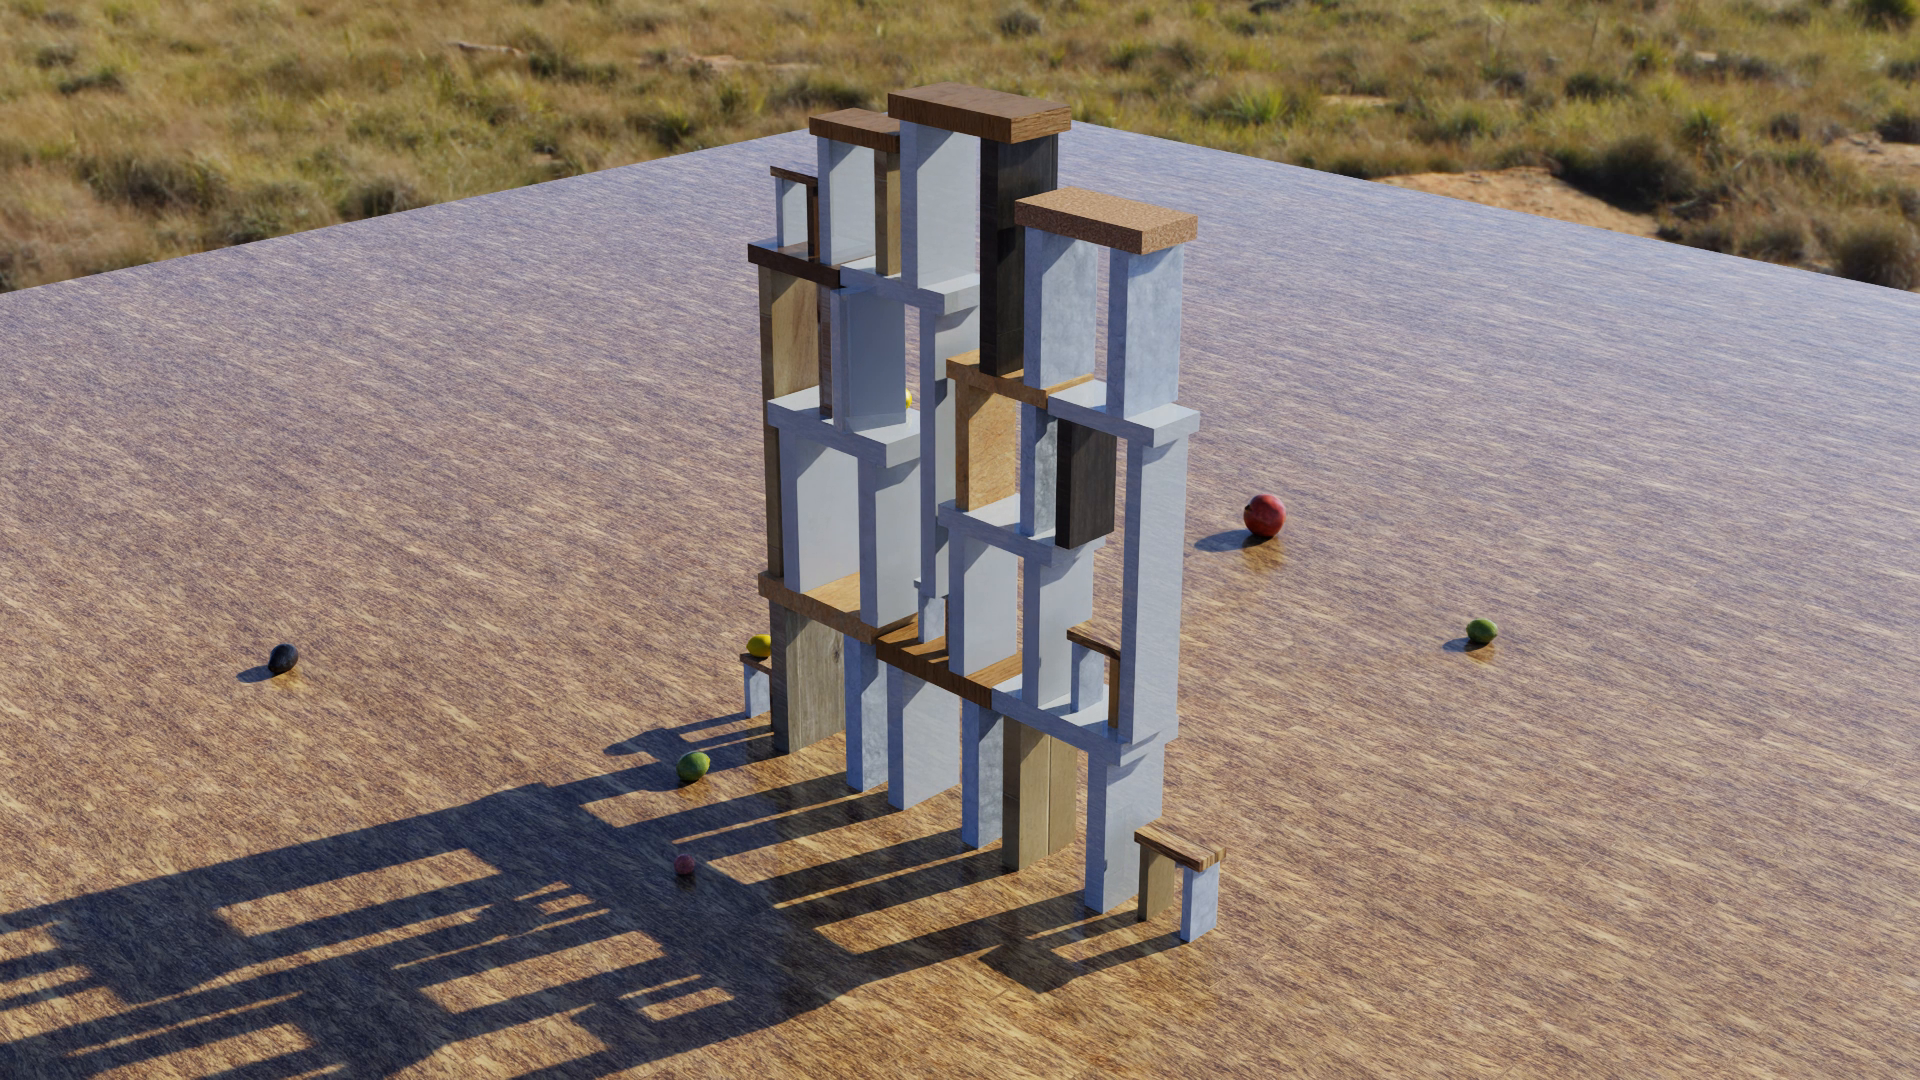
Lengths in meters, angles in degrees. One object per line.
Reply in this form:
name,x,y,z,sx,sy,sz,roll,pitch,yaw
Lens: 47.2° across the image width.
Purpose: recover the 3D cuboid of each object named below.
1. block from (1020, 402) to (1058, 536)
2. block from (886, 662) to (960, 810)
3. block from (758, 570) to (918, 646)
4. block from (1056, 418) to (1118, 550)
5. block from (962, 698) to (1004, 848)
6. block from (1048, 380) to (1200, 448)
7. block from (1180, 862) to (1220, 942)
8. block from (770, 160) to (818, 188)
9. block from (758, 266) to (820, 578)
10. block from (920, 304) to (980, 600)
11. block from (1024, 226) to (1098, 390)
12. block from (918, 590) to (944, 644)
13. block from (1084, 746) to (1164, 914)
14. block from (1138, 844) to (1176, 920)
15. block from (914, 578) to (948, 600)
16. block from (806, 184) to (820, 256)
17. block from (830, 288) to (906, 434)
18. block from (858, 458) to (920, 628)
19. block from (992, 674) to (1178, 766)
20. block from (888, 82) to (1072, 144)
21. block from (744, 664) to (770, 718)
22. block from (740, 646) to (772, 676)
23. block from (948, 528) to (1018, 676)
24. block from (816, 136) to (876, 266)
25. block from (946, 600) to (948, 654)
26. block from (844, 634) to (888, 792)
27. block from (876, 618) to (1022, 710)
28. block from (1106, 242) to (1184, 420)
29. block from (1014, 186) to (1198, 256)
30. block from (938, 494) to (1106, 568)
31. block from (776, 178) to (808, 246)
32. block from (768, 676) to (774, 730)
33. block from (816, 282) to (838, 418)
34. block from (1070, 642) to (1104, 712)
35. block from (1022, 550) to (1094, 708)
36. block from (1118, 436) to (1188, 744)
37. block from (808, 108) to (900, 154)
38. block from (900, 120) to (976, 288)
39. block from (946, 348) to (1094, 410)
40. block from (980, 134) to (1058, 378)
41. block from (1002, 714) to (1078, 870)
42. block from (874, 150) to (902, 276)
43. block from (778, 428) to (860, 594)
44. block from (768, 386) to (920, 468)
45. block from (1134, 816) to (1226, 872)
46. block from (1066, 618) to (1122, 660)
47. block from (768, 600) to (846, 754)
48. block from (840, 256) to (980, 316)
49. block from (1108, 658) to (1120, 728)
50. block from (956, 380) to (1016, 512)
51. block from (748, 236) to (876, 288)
block,0.165,-0.143,3.983,0.035,0.249,0.125,21,31,40
block,-0.074,0.375,4.469,0.045,0.319,0.159,21,31,41
block,-0.238,0.116,4.537,0.173,0.049,0.346,-21,31,-41
block,0.226,-0.115,3.925,0.034,0.243,0.121,21,31,40
block,0.076,0.434,4.331,0.045,0.319,0.159,21,31,41
block,0.283,-0.221,3.818,0.243,0.034,0.122,21,31,41
block,0.440,0.652,4.026,0.077,0.155,0.022,-21,31,-41
block,-0.296,-0.708,4.247,0.068,0.019,0.137,-21,31,-41
block,-0.338,-0.249,4.487,0.133,0.663,0.038,-21,31,-40
block,-0.013,-0.175,4.172,0.039,0.574,0.138,20,30,39
block,0.177,-0.420,3.859,0.041,0.286,0.143,21,31,41
block,-0.057,0.142,4.349,0.057,0.114,0.016,-21,31,-41
block,0.308,0.522,4.116,0.046,0.324,0.162,21,31,41
block,0.367,0.624,4.093,0.077,0.155,0.022,-21,31,-41
block,-0.030,0.092,4.298,0.114,0.016,0.057,20,30,39
block,-0.263,-0.623,4.248,0.068,0.137,0.019,-21,31,-40
block,-0.174,-0.348,4.200,0.138,0.276,0.039,-12,26,-27
block,-0.119,-0.016,4.340,0.174,0.347,0.049,-21,31,-41
block,0.232,0.322,4.114,0.324,0.046,0.162,21,31,41
block,0.032,-0.755,3.872,0.303,0.043,0.152,21,31,40
block,-0.444,0.321,4.839,0.018,0.129,0.064,21,31,41
block,-0.413,0.265,4.782,0.129,0.018,0.064,21,31,41
block,0.044,0.101,4.212,0.041,0.297,0.145,21,31,41
block,-0.215,-0.655,4.185,0.116,0.244,0.033,-21,31,-40
block,-0.003,0.163,4.299,0.016,0.114,0.057,21,31,41
block,-0.156,0.330,4.539,0.049,0.346,0.173,21,31,41
block,0.001,0.237,4.329,0.159,0.045,0.319,-21,31,-41
block,0.314,-0.364,3.736,0.041,0.293,0.143,21,31,41
block,0.246,-0.544,3.733,0.286,0.041,0.143,21,31,40
block,0.113,-0.028,4.083,0.291,0.041,0.145,21,31,41
block,-0.328,-0.649,4.307,0.019,0.137,0.068,21,31,40
block,-0.383,0.345,4.783,0.018,0.129,0.064,21,31,41
block,-0.215,-0.383,4.295,0.133,0.266,0.038,-21,31,-41
block,0.236,0.242,4.065,0.020,0.139,0.069,21,31,41
block,0.181,0.151,4.085,0.041,0.291,0.145,21,31,41
block,0.340,0.082,3.885,0.034,0.575,0.121,21,31,41
block,-0.159,-0.760,4.080,0.232,0.033,0.116,21,31,40
block,-0.039,-0.623,4.005,0.043,0.303,0.152,21,31,40
block,0.107,-0.297,3.981,0.125,0.035,0.249,-21,31,-41
block,0.104,-0.512,3.898,0.152,0.425,0.043,-21,31,-41
block,0.155,0.462,4.257,0.046,0.324,0.162,21,31,41
block,-0.105,-0.617,4.081,0.033,0.232,0.116,21,30,40
block,-0.282,-0.080,4.492,0.174,0.347,0.049,-21,31,-41
block,-0.201,-0.230,4.338,0.174,0.049,0.347,-21,31,-41
block,0.403,0.556,4.025,0.077,0.022,0.155,-21,31,-41
block,0.269,0.182,4.004,0.139,0.020,0.069,21,31,41
block,-0.320,0.266,4.689,0.049,0.346,0.173,21,31,41
block,-0.079,-0.482,4.112,0.276,0.039,0.138,21,31,40
block,0.301,0.268,4.005,0.020,0.139,0.069,21,31,41
block,0.048,-0.189,4.091,0.035,0.249,0.125,21,31,41
block,-0.277,-0.548,4.294,0.133,0.038,0.266,-21,31,-40
